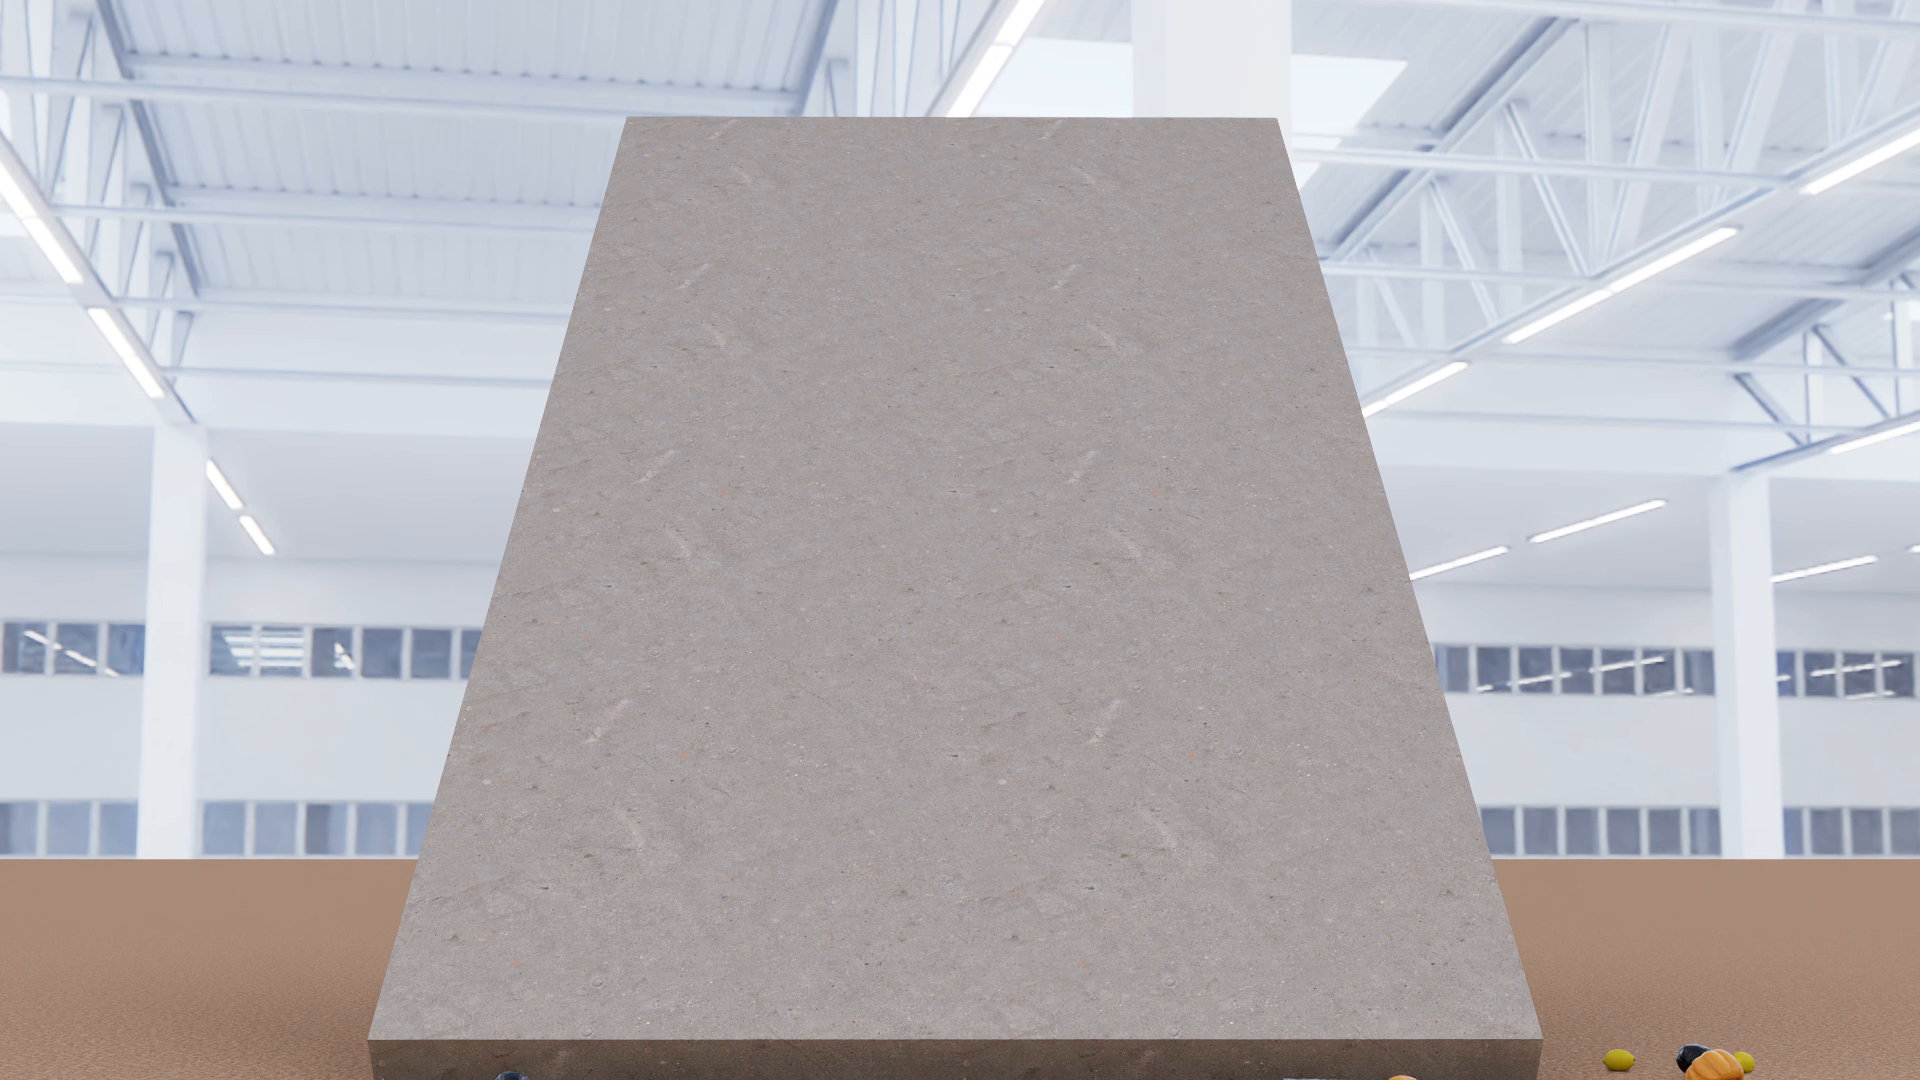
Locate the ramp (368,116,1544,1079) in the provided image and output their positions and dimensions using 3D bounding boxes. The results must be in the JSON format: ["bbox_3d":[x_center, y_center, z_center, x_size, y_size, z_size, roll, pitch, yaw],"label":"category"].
[{"bbox_3d":[-0.015,-0.184,5.884,2.000,0.100,4.000,0,33,0],"label":"ramp"}]

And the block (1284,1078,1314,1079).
[{"bbox_3d":[0.468,0.756,3.205,0.093,0.093,0.093,-2,-7,12],"label":"block"}]
